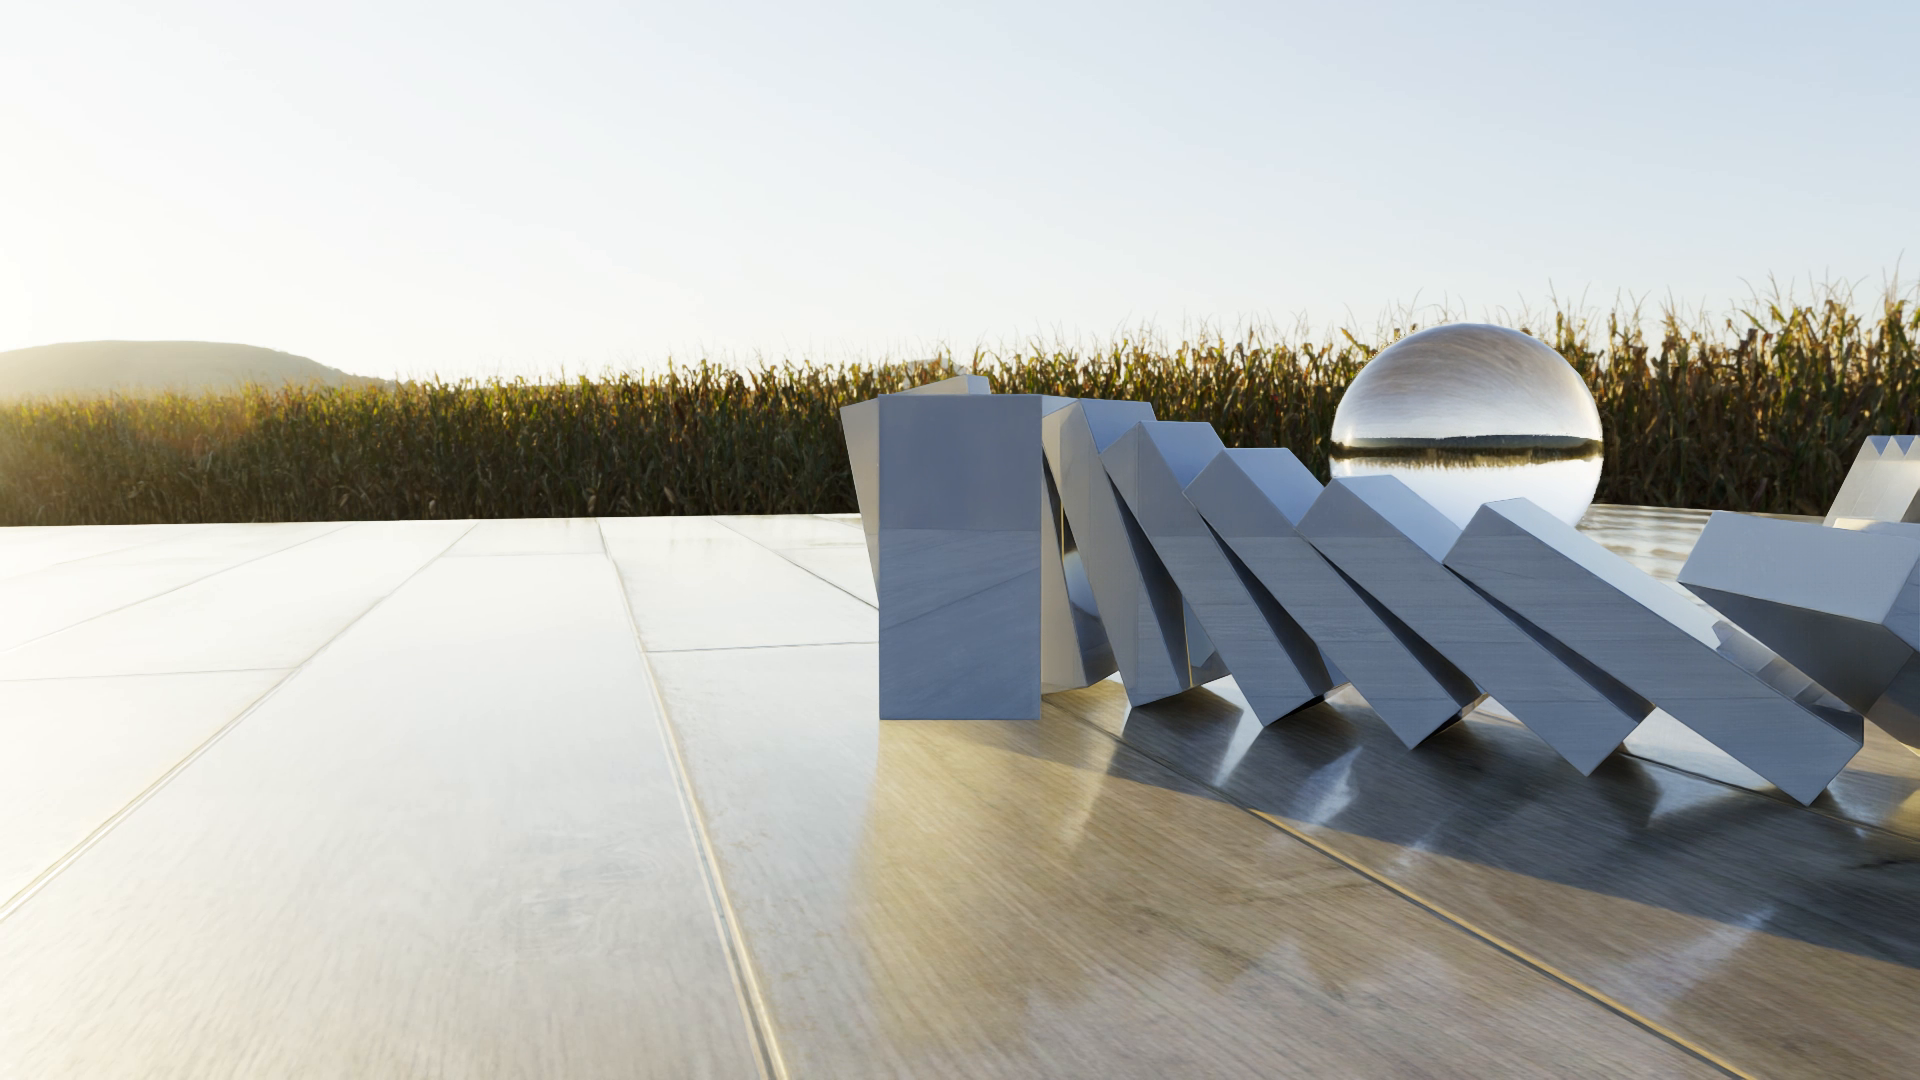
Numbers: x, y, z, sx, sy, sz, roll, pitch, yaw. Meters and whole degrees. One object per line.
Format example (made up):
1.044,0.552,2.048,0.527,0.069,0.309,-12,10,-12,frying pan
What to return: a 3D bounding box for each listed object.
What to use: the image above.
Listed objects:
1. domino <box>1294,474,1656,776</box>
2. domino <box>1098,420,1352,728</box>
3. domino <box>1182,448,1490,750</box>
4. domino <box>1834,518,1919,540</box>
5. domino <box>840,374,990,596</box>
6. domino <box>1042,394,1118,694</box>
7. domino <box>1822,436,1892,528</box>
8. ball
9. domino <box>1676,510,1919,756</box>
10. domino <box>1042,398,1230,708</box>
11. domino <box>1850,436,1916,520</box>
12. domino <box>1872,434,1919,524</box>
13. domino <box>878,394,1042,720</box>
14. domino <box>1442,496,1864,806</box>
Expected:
0.074,0.010,0.183,0.050,0.009,0.025,45,28,25,domino
0.044,0.004,0.207,0.009,0.050,0.025,-40,-19,32,domino
0.058,0.007,0.195,0.025,0.009,0.050,-6,52,-53,domino
0.131,0.014,0.155,0.050,0.010,0.025,30,-5,-20,domino
-0.003,-0.001,0.225,0.025,0.050,0.010,-12,-1,25,domino
0.017,0.000,0.227,0.009,0.050,0.025,-12,-1,25,domino
0.243,-0.005,0.336,0.025,0.050,0.009,1,44,8,domino
0.157,-0.028,0.401,0.080,0.080,0.080,0,4,0,ball
0.110,0.014,0.147,0.050,0.010,0.025,30,-1,-19,domino
0.031,0.001,0.218,0.009,0.050,0.025,-24,-10,34,domino
0.241,-0.004,0.324,0.025,0.050,0.010,1,44,8,domino
0.238,-0.003,0.312,0.025,0.050,0.009,1,44,8,domino
0.000,0.002,0.201,0.025,0.050,0.009,0,4,0,domino
0.091,0.012,0.170,0.050,0.009,0.025,39,24,26,domino
